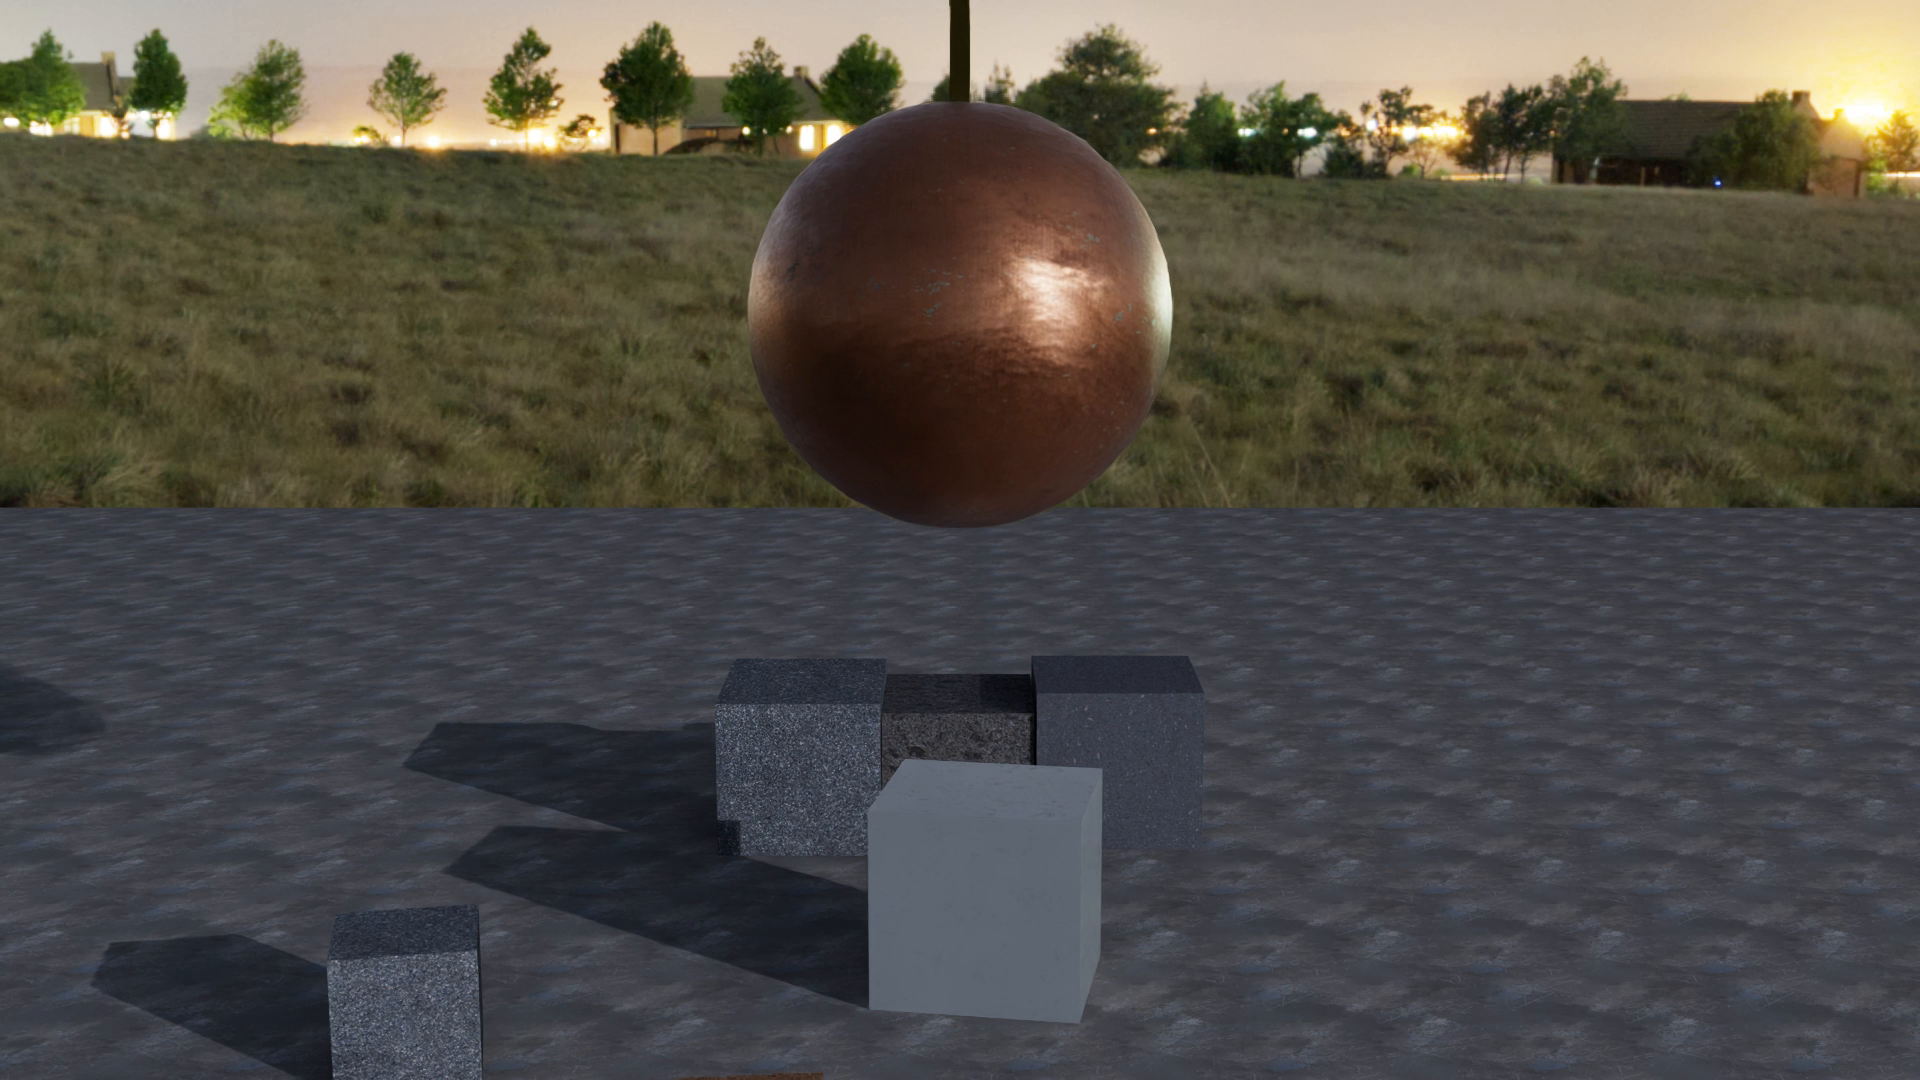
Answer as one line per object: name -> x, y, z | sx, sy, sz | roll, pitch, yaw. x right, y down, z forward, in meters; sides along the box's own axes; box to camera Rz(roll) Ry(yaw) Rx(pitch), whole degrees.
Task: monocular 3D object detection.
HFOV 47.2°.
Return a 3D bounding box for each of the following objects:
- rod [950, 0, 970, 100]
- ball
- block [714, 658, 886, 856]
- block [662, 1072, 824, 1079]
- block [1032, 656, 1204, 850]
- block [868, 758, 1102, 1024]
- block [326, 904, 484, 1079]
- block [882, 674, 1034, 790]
rod -> 0.000, -4.105, 9.247 | 0.080, 5.200, 0.080 | 0, -16, 0
ball -> 0.000, -0.844, 8.287 | 1.600, 1.600, 1.600 | 0, 10, 0
block -> -0.797, 1.102, 11.337 | 0.811, 0.776, 0.961 | 0, 10, 0
block -> -0.726, 2.039, 5.861 | 0.766, 0.891, 0.891 | -1, 10, -6
block -> 0.795, 1.083, 11.352 | 0.830, 0.807, 0.809 | 0, 10, 0
block -> 0.120, 1.451, 9.222 | 0.867, 0.845, 0.763 | 2, 10, 10
block -> -2.124, 1.754, 8.467 | 0.543, 0.519, 0.521 | -2, 11, -11
block -> -0.009, 1.131, 11.395 | 0.761, 0.697, 0.821 | 0, 10, 0
